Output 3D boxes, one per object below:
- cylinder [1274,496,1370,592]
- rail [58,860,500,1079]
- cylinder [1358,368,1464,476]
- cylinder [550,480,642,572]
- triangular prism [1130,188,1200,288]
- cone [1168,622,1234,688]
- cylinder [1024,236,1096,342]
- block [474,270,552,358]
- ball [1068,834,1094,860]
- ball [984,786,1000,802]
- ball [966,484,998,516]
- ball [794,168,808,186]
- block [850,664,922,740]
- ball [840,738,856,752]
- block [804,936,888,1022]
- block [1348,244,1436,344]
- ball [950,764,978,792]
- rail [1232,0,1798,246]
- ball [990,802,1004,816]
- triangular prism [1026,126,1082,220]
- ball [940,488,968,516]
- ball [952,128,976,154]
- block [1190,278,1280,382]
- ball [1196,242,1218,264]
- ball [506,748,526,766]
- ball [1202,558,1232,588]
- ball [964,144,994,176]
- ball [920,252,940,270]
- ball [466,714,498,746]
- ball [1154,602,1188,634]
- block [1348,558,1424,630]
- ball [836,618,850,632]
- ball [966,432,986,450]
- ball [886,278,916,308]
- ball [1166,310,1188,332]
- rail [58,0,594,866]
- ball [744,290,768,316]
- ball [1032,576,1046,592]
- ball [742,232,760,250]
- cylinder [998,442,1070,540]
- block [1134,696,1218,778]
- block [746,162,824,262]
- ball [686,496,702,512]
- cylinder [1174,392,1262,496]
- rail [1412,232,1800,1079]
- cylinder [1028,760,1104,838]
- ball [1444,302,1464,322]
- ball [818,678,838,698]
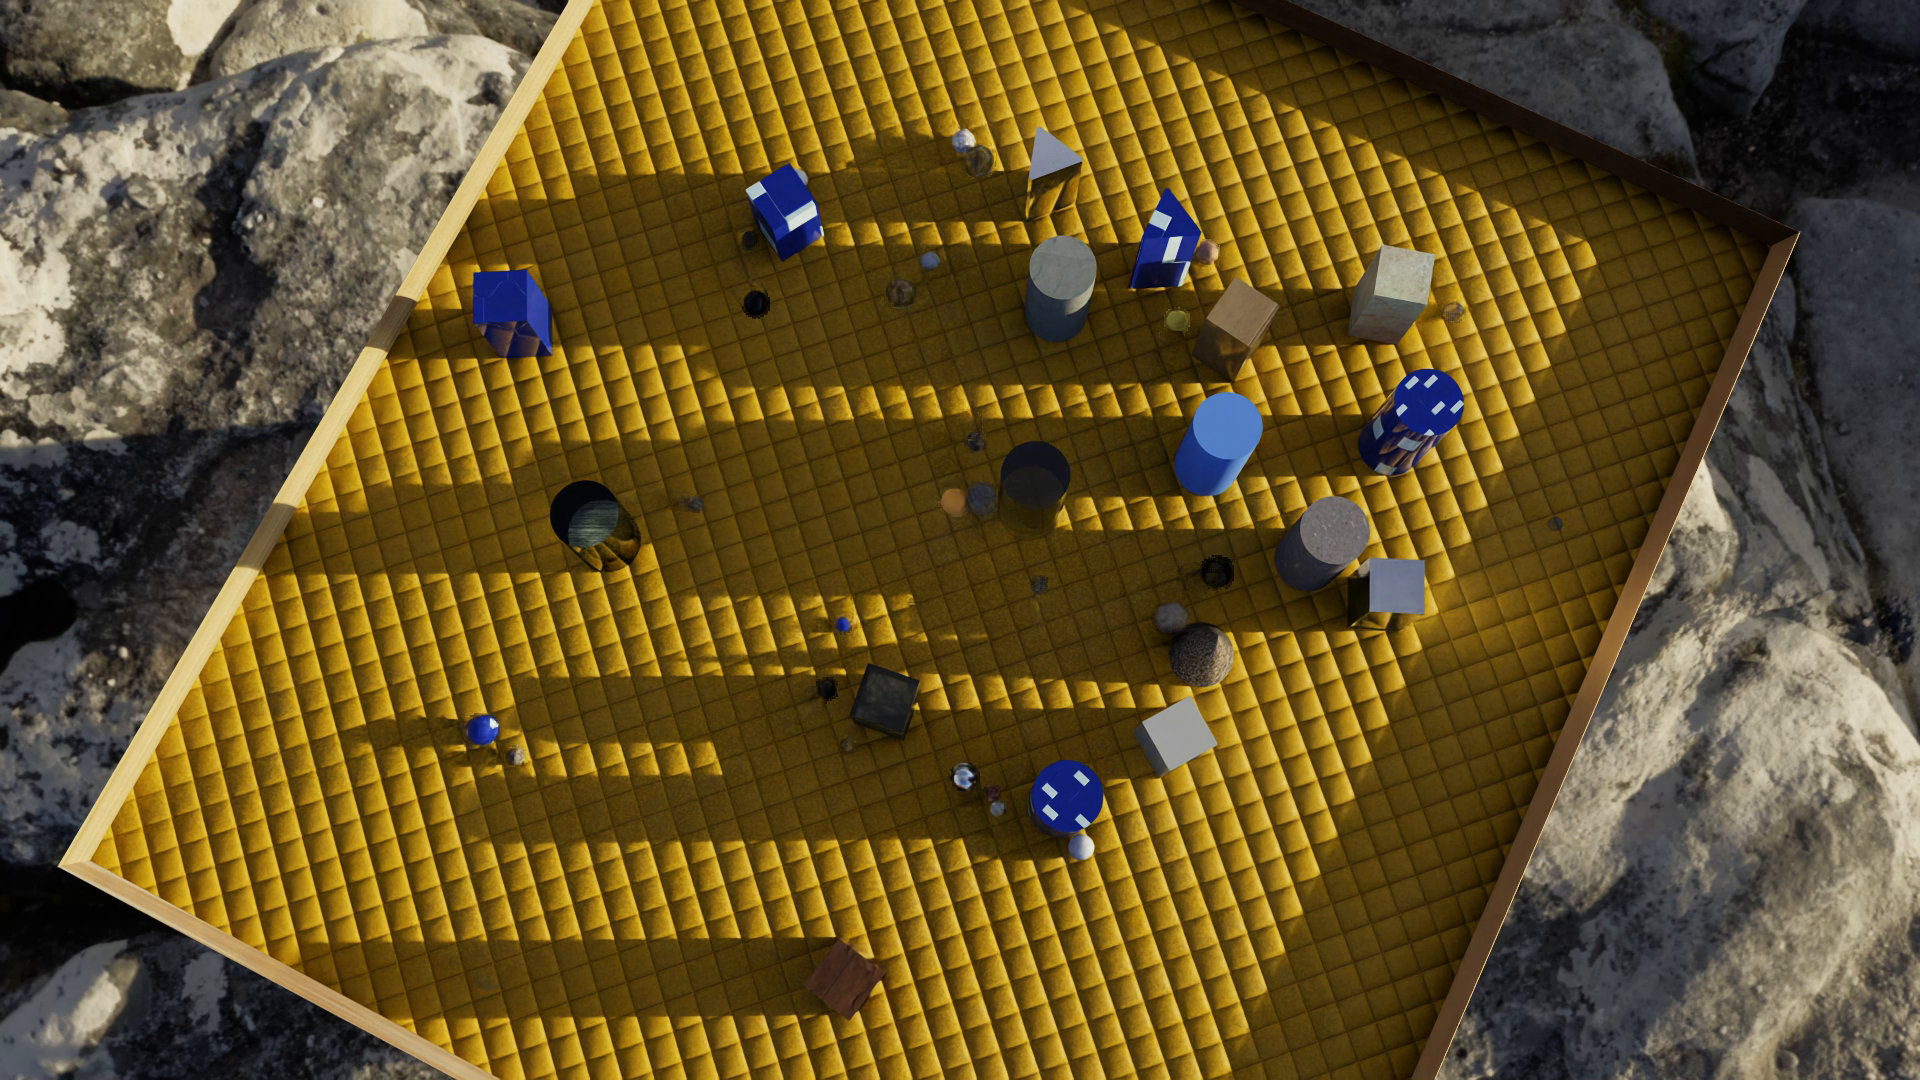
[{"bbox_3d":[1.061,0.016,5.394,0.198,0.430,0.198,0,78,0],"label":"cylinder"},{"bbox_3d":[-0.899,1.767,5.184,3.796,0.129,0.045,26,80,5],"label":"rail"},{"bbox_3d":[1.334,-0.344,5.443,0.198,0.480,0.198,0,78,0],"label":"cylinder"},{"bbox_3d":[-1.076,-0.037,5.432,0.198,0.377,0.198,0,78,0],"label":"cylinder"},{"bbox_3d":[0.614,-0.917,5.583,0.171,0.438,0.148,-4,78,-1],"label":"triangular prism"},{"bbox_3d":[0.730,0.309,5.360,0.198,0.376,0.198,0,78,0],"label":"cone"},{"bbox_3d":[0.302,-0.758,5.568,0.198,0.403,0.198,0,78,0],"label":"cylinder"},{"bbox_3d":[-1.359,-0.685,5.582,0.158,0.345,0.158,-3,78,-1],"label":"block"},{"bbox_3d":[0.357,0.903,5.391,0.076,0.076,0.076,0,78,0],"label":"ball"},{"bbox_3d":[0.094,0.754,5.438,0.045,0.045,0.045,0,78,0],"label":"ball"},{"bbox_3d":[0.068,-0.121,5.562,0.096,0.096,0.096,0,78,0],"label":"ball"},{"bbox_3d":[-0.520,-1.140,5.814,0.075,0.075,0.075,0,78,0],"label":"ball"},{"bbox_3d":[-0.216,0.478,5.395,0.158,0.240,0.158,18,79,4],"label":"block"},{"bbox_3d":[-0.334,0.611,5.466,0.046,0.046,0.046,0,78,0],"label":"ball"},{"bbox_3d":[-0.317,1.235,5.175,0.158,0.363,0.158,36,81,7],"label":"block"},{"bbox_3d":[1.307,-0.742,5.574,0.158,0.383,0.158,11,79,2],"label":"block"},{"bbox_3d":[0.012,0.705,5.430,0.081,0.081,0.081,0,78,0],"label":"ball"},{"bbox_3d":[0.899,-1.753,5.913,3.796,0.129,0.045,26,80,5],"label":"rail"},{"bbox_3d":[0.111,0.796,5.429,0.045,0.045,0.045,0,78,0],"label":"ball"},{"bbox_3d":[0.263,-1.148,5.684,0.171,0.333,0.148,-21,79,-4],"label":"triangular prism"},{"bbox_3d":[-0.017,-0.117,5.598,0.085,0.085,0.085,0,78,0],"label":"ball"},{"bbox_3d":[0.011,-1.272,5.842,0.075,0.075,0.075,0,78,0],"label":"ball"},{"bbox_3d":[0.833,-0.634,5.565,0.158,0.359,0.158,35,80,7],"label":"block"},{"bbox_3d":[0.778,-0.903,5.766,0.073,0.073,0.073,0,78,0],"label":"ball"},{"bbox_3d":[-1.322,0.645,5.456,0.053,0.053,0.053,0,78,0],"label":"ball"},{"bbox_3d":[0.779,0.100,5.548,0.093,0.093,0.093,0,78,0],"label":"ball"},{"bbox_3d":[0.059,-1.204,5.815,0.099,0.099,0.099,0,78,0],"label":"ball"},{"bbox_3d":[-0.094,-0.879,5.769,0.058,0.058,0.058,0,78,0],"label":"ball"},{"bbox_3d":[-1.422,0.566,5.452,0.093,0.093,0.093,0,78,0],"label":"ball"},{"bbox_3d":[0.635,0.236,5.517,0.099,0.099,0.099,0,78,0],"label":"ball"},{"bbox_3d":[1.259,0.163,5.427,0.158,0.306,0.158,3,78,1],"label":"block"},{"bbox_3d":[-0.355,0.256,5.541,0.045,0.045,0.045,0,78,0],"label":"ball"},{"bbox_3d":[0.049,-0.305,5.650,0.058,0.058,0.058,0,78,0],"label":"ball"},{"bbox_3d":[-0.184,-0.772,5.727,0.096,0.096,0.096,0,78,0],"label":"ball"},{"bbox_3d":[0.678,-0.685,5.723,0.068,0.068,0.068,0,78,0],"label":"ball"},{"bbox_3d":[-1.676,-0.814,5.718,0.045,0.129,4.066,26,80,5],"label":"rail"},{"bbox_3d":[-0.639,-0.739,5.730,0.078,0.078,0.078,0,78,0],"label":"ball"},{"bbox_3d":[0.241,0.133,5.566,0.045,0.045,0.045,0,78,0],"label":"ball"},{"bbox_3d":[-0.663,-0.947,5.784,0.056,0.056,0.056,0,78,0],"label":"ball"},{"bbox_3d":[0.214,-0.140,5.417,0.198,0.447,0.198,0,78,0],"label":"cylinder"},{"bbox_3d":[0.625,0.578,5.349,0.158,0.289,0.158,-28,80,-6],"label":"block"},{"bbox_3d":[-0.542,-1.015,5.690,0.158,0.268,0.158,-33,80,-6],"label":"block"},{"bbox_3d":[-0.815,-0.111,5.616,0.047,0.047,0.047,0,78,0],"label":"ball"},{"bbox_3d":[0.762,-0.278,5.437,0.198,0.464,0.198,0,78,0],"label":"cylinder"},{"bbox_3d":[1.676,0.828,5.379,0.045,0.129,4.066,26,80,5],"label":"rail"},{"bbox_3d":[0.299,0.748,5.265,0.198,0.385,0.198,0,78,0],"label":"cylinder"},{"bbox_3d":[1.545,-0.715,5.734,0.061,0.061,0.061,0,78,0],"label":"ball"},{"bbox_3d":[-0.398,0.446,5.494,0.059,0.059,0.059,0,78,0],"label":"ball"}]
